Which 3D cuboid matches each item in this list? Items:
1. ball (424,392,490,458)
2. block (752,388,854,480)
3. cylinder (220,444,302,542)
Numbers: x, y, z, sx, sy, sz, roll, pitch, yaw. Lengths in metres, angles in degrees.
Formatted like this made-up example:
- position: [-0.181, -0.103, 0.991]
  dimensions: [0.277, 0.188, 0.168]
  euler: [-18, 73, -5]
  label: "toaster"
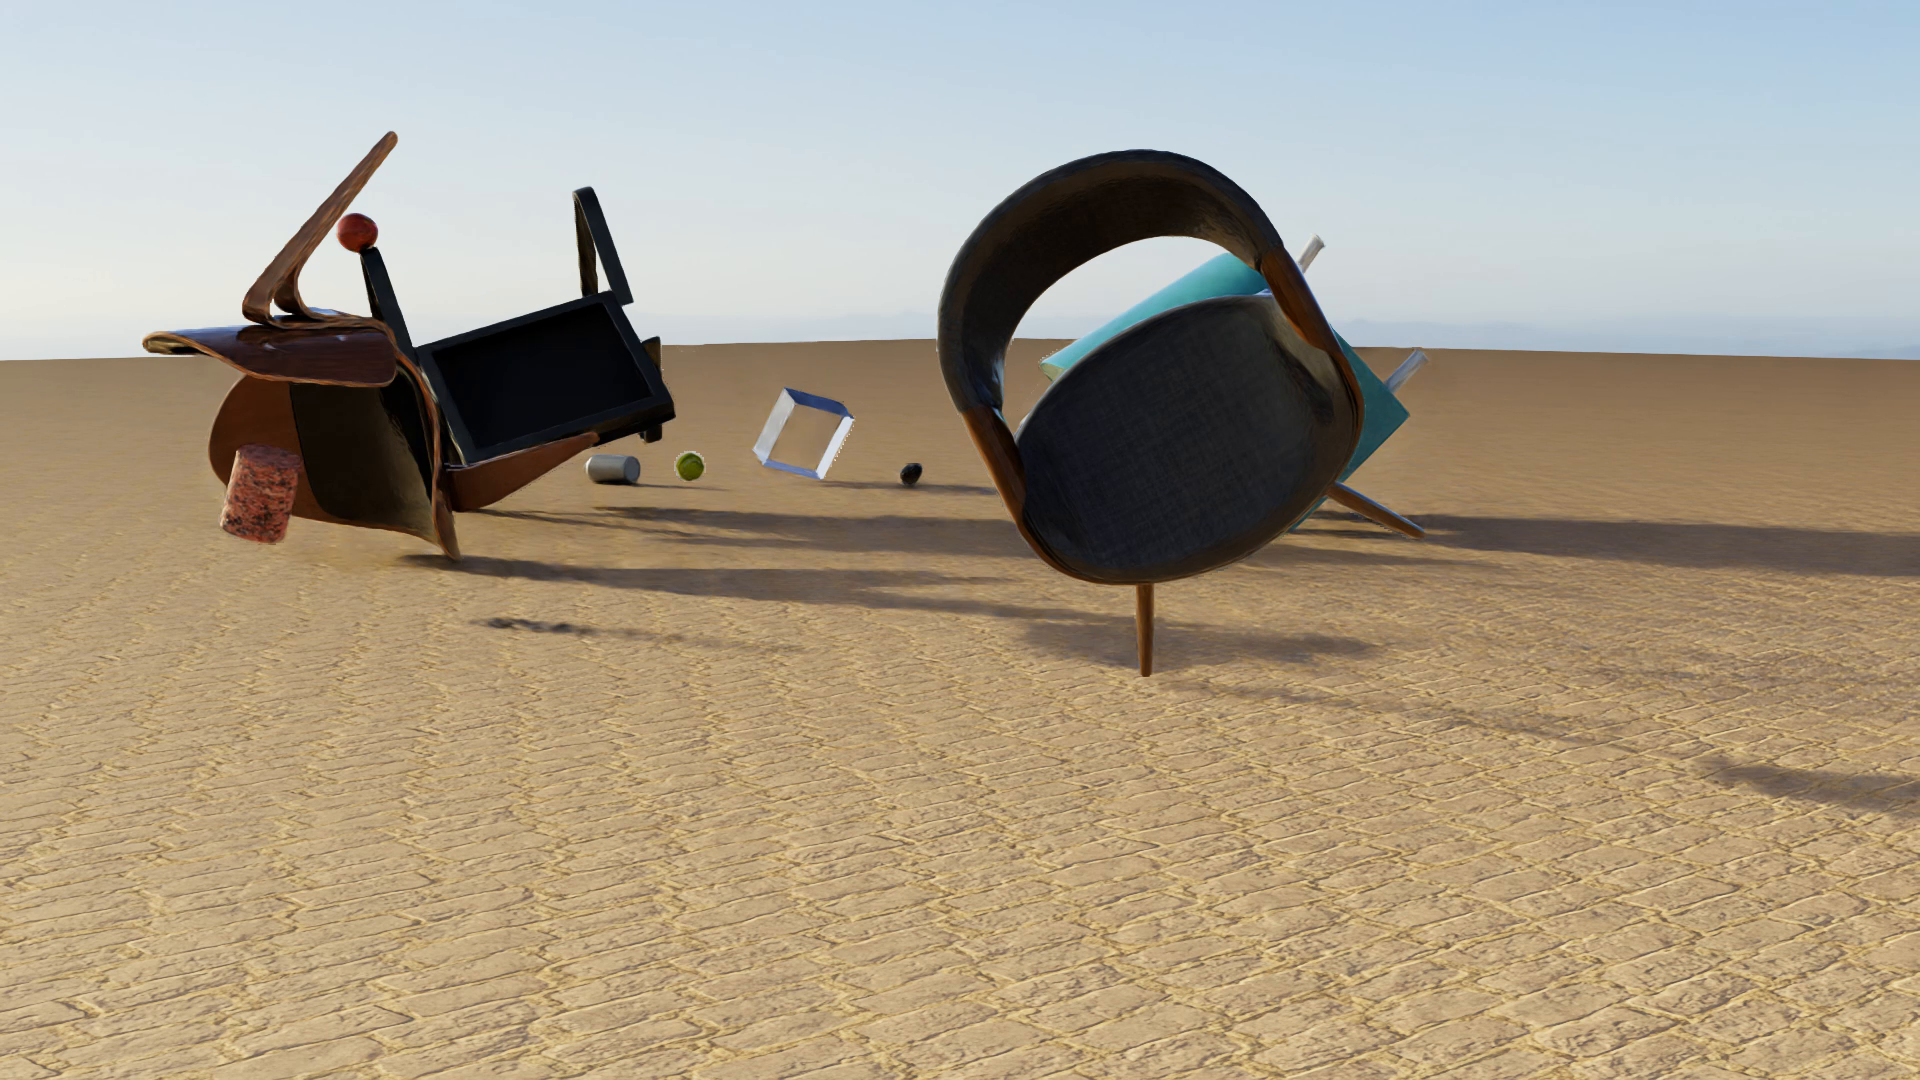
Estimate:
- position: [-1.483, -0.340, 7.572]
  dimensions: [0.192, 0.192, 0.192]
  euler: [0, 6, 0]
  label: "ball"
- position: [-0.502, -0.340, 8.213]
  dimensions: [0.224, 0.236, 0.105]
  euler: [14, 25, -35]
  label: "block"
- position: [-1.414, -0.096, 5.190]
  dimensions: [0.131, 0.164, 0.120]
  euler: [10, 20, -26]
  label: "cylinder"
